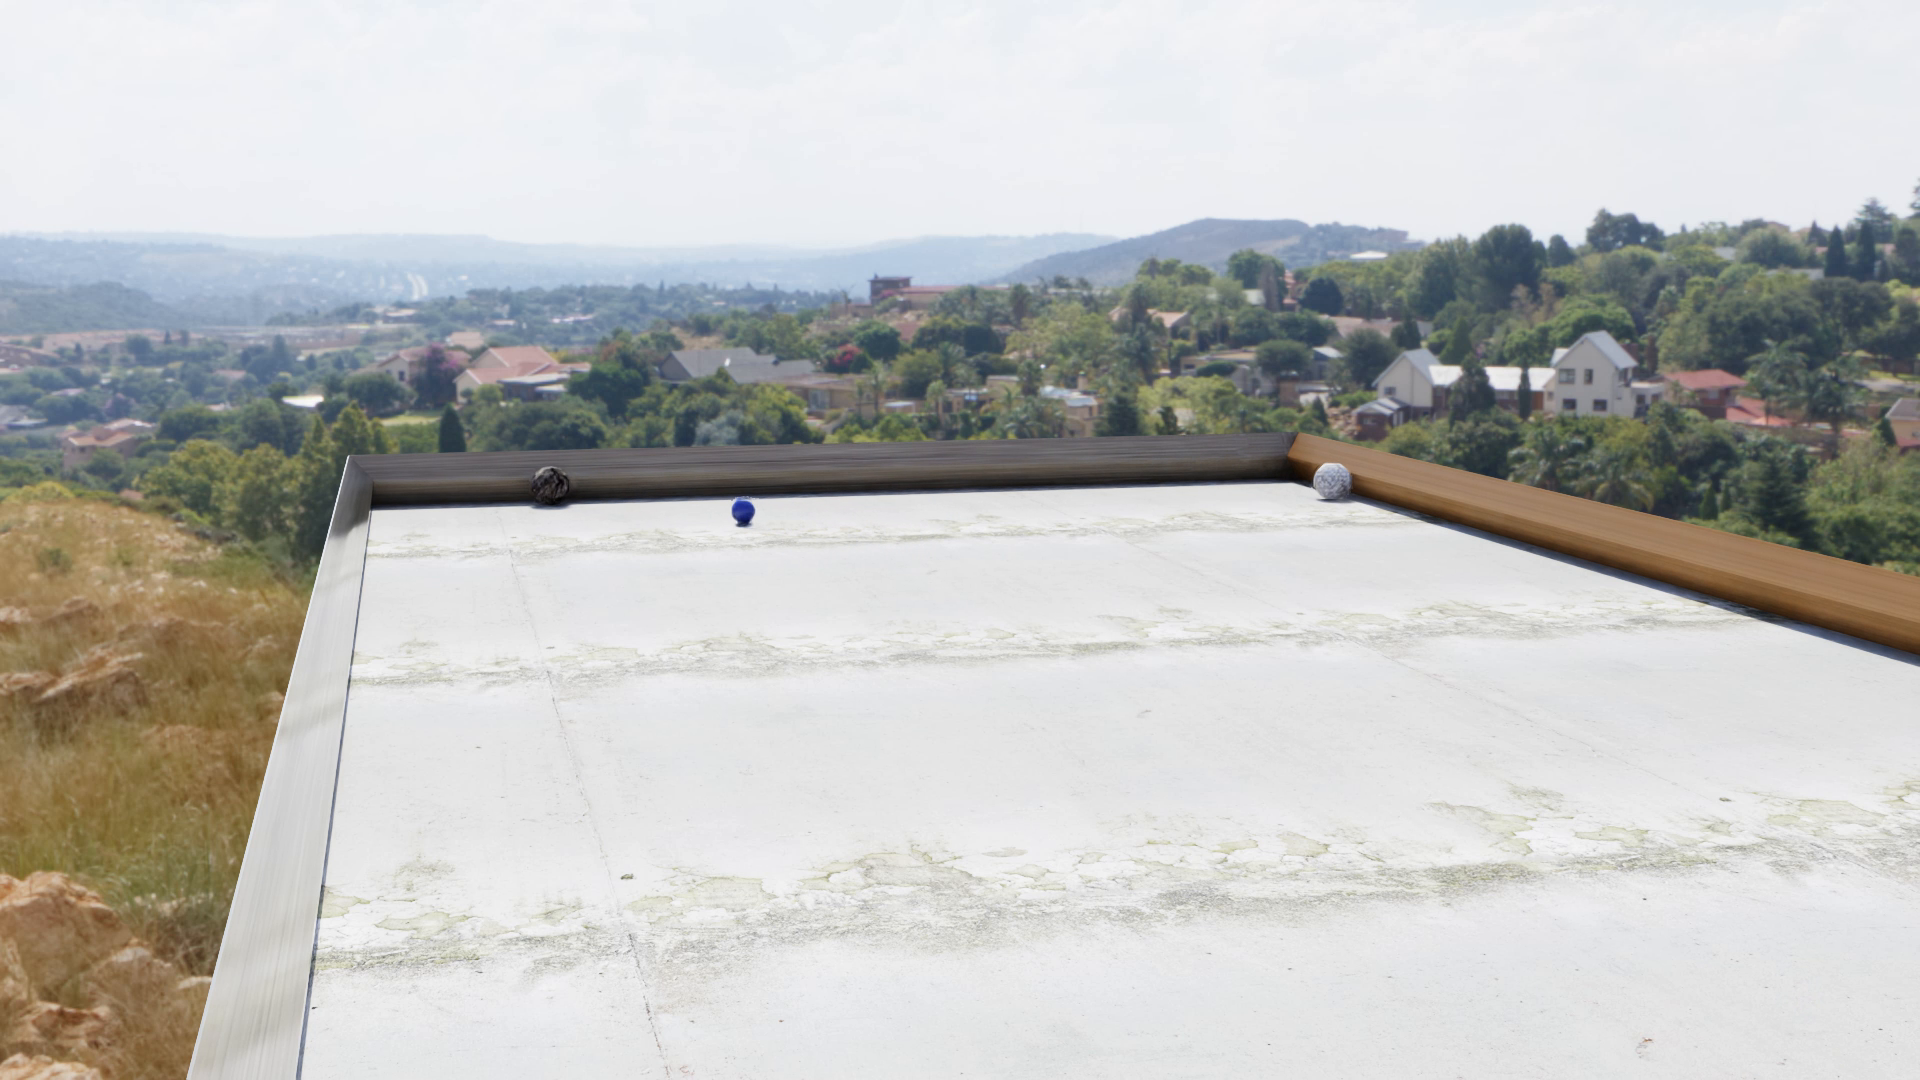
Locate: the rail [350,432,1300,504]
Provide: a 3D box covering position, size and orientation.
[{"bbox_3d":[-0.214,-0.141,4.315,1.903,0.094,0.045,-2,8,-14],"label":"rail"}]

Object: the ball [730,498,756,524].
[{"bbox_3d":[-0.382,-0.050,3.867,0.044,0.044,0.044,0,8,0],"label":"ball"}]

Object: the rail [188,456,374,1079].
[{"bbox_3d":[-0.681,0.139,2.369,0.045,0.094,3.638,-2,8,-14],"label":"rail"}]

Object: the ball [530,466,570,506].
[{"bbox_3d":[-0.769,-0.101,4.122,0.072,0.072,0.072,0,8,0],"label":"ball"}]

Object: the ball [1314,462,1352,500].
[{"bbox_3d":[0.712,-0.113,4.204,0.071,0.071,0.071,0,8,0],"label":"ball"}]

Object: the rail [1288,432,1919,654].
[{"bbox_3d":[1.120,0.075,2.812,0.045,0.094,3.638,-2,8,-14],"label":"rail"}]
